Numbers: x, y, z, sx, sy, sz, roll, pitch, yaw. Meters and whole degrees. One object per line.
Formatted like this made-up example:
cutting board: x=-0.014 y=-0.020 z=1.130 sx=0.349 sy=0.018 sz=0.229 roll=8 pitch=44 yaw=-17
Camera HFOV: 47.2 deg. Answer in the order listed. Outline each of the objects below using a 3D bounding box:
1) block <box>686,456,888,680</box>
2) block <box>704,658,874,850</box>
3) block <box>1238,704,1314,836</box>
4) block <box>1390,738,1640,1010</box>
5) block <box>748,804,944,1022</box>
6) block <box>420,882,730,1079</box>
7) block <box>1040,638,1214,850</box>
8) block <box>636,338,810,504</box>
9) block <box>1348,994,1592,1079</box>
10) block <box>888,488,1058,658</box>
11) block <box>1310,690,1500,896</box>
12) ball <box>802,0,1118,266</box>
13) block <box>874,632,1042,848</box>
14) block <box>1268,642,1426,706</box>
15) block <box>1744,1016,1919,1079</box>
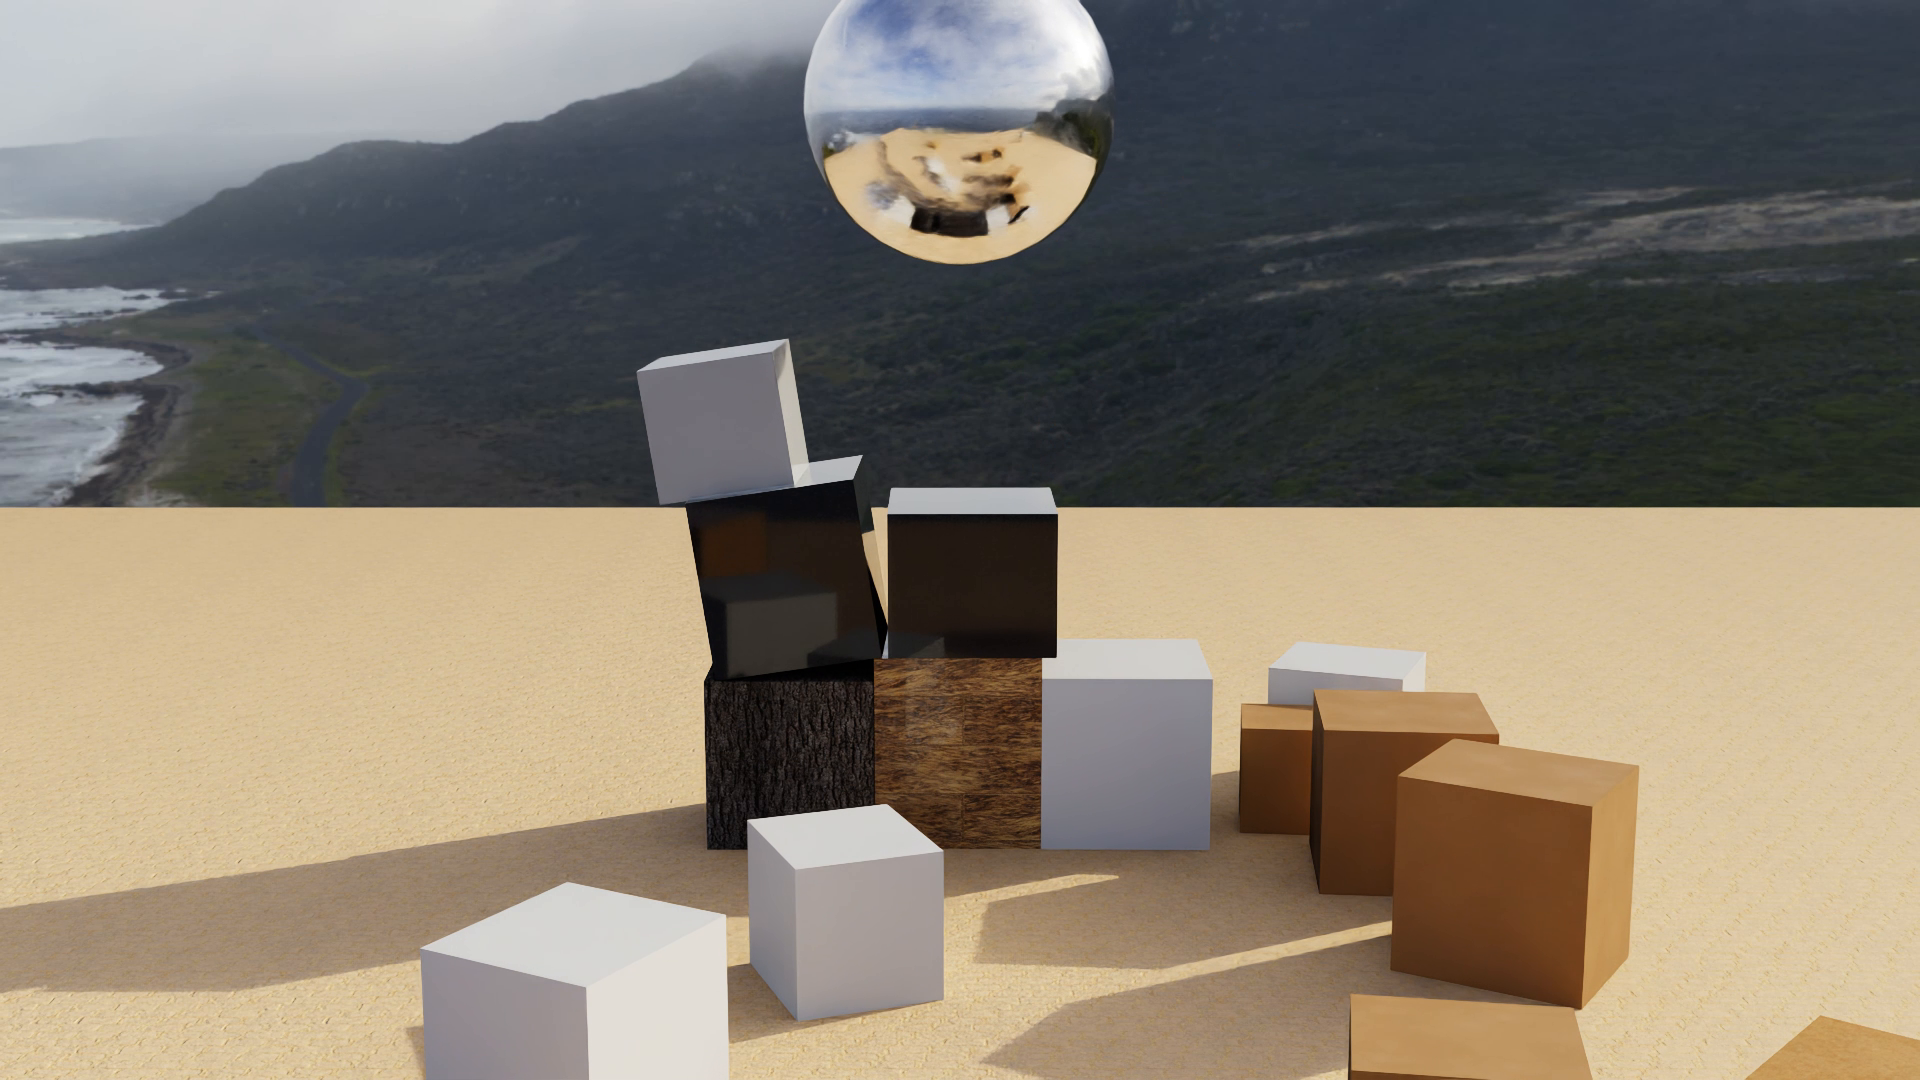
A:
block: x=-0.859 y=0.127 z=11.203 sx=0.831 sy=0.900 sz=0.830 roll=-8 pitch=10 yaw=2
block: x=-0.849 y=1.051 z=11.366 sx=0.838 sy=0.865 sz=0.846 roll=0 pitch=10 yaw=0
block: x=1.724 y=1.191 z=11.463 sx=0.521 sy=0.555 sz=0.507 roll=1 pitch=10 yaw=7
block: x=2.378 y=1.405 z=9.423 sx=0.824 sy=0.864 sz=0.694 roll=6 pitch=12 yaw=31
block: x=-0.488 y=1.550 z=9.249 sx=0.633 sy=0.642 sz=0.697 roll=-4 pitch=11 yaw=-21
block: x=-1.375 y=1.752 z=7.940 sx=0.738 sy=0.713 sz=0.802 roll=6 pitch=12 yaw=29
block: x=0.835 y=1.041 z=11.382 sx=0.844 sy=0.880 sz=0.883 roll=0 pitch=10 yaw=1
block: x=-1.181 y=-0.605 z=11.075 sx=0.673 sy=0.664 sz=0.686 roll=-8 pitch=10 yaw=4
block: x=1.623 y=1.925 z=7.107 sx=0.728 sy=0.669 sz=0.627 roll=2 pitch=10 yaw=9
block: x=0.059 y=0.155 z=11.211 sx=0.835 sy=0.723 sz=0.826 roll=0 pitch=10 yaw=0
block: x=2.130 y=1.215 z=10.647 sx=0.801 sy=0.800 sz=0.776 roll=1 pitch=10 yaw=5
ball: x=0.000 y=-2.206 z=11.204 sx=1.600 sy=1.600 sz=1.600 roll=0 pitch=10 yaw=0
block: x=-0.009 y=0.995 z=11.351 sx=0.832 sy=0.981 sz=0.814 roll=0 pitch=10 yaw=0
block: x=2.126 y=1.001 z=12.098 sx=0.724 sy=0.702 sz=0.676 roll=4 pitch=11 yaw=21
block: x=2.877 y=1.991 z=6.780 sx=0.765 sy=0.657 sz=0.791 roll=9 pitch=13 yaw=40
